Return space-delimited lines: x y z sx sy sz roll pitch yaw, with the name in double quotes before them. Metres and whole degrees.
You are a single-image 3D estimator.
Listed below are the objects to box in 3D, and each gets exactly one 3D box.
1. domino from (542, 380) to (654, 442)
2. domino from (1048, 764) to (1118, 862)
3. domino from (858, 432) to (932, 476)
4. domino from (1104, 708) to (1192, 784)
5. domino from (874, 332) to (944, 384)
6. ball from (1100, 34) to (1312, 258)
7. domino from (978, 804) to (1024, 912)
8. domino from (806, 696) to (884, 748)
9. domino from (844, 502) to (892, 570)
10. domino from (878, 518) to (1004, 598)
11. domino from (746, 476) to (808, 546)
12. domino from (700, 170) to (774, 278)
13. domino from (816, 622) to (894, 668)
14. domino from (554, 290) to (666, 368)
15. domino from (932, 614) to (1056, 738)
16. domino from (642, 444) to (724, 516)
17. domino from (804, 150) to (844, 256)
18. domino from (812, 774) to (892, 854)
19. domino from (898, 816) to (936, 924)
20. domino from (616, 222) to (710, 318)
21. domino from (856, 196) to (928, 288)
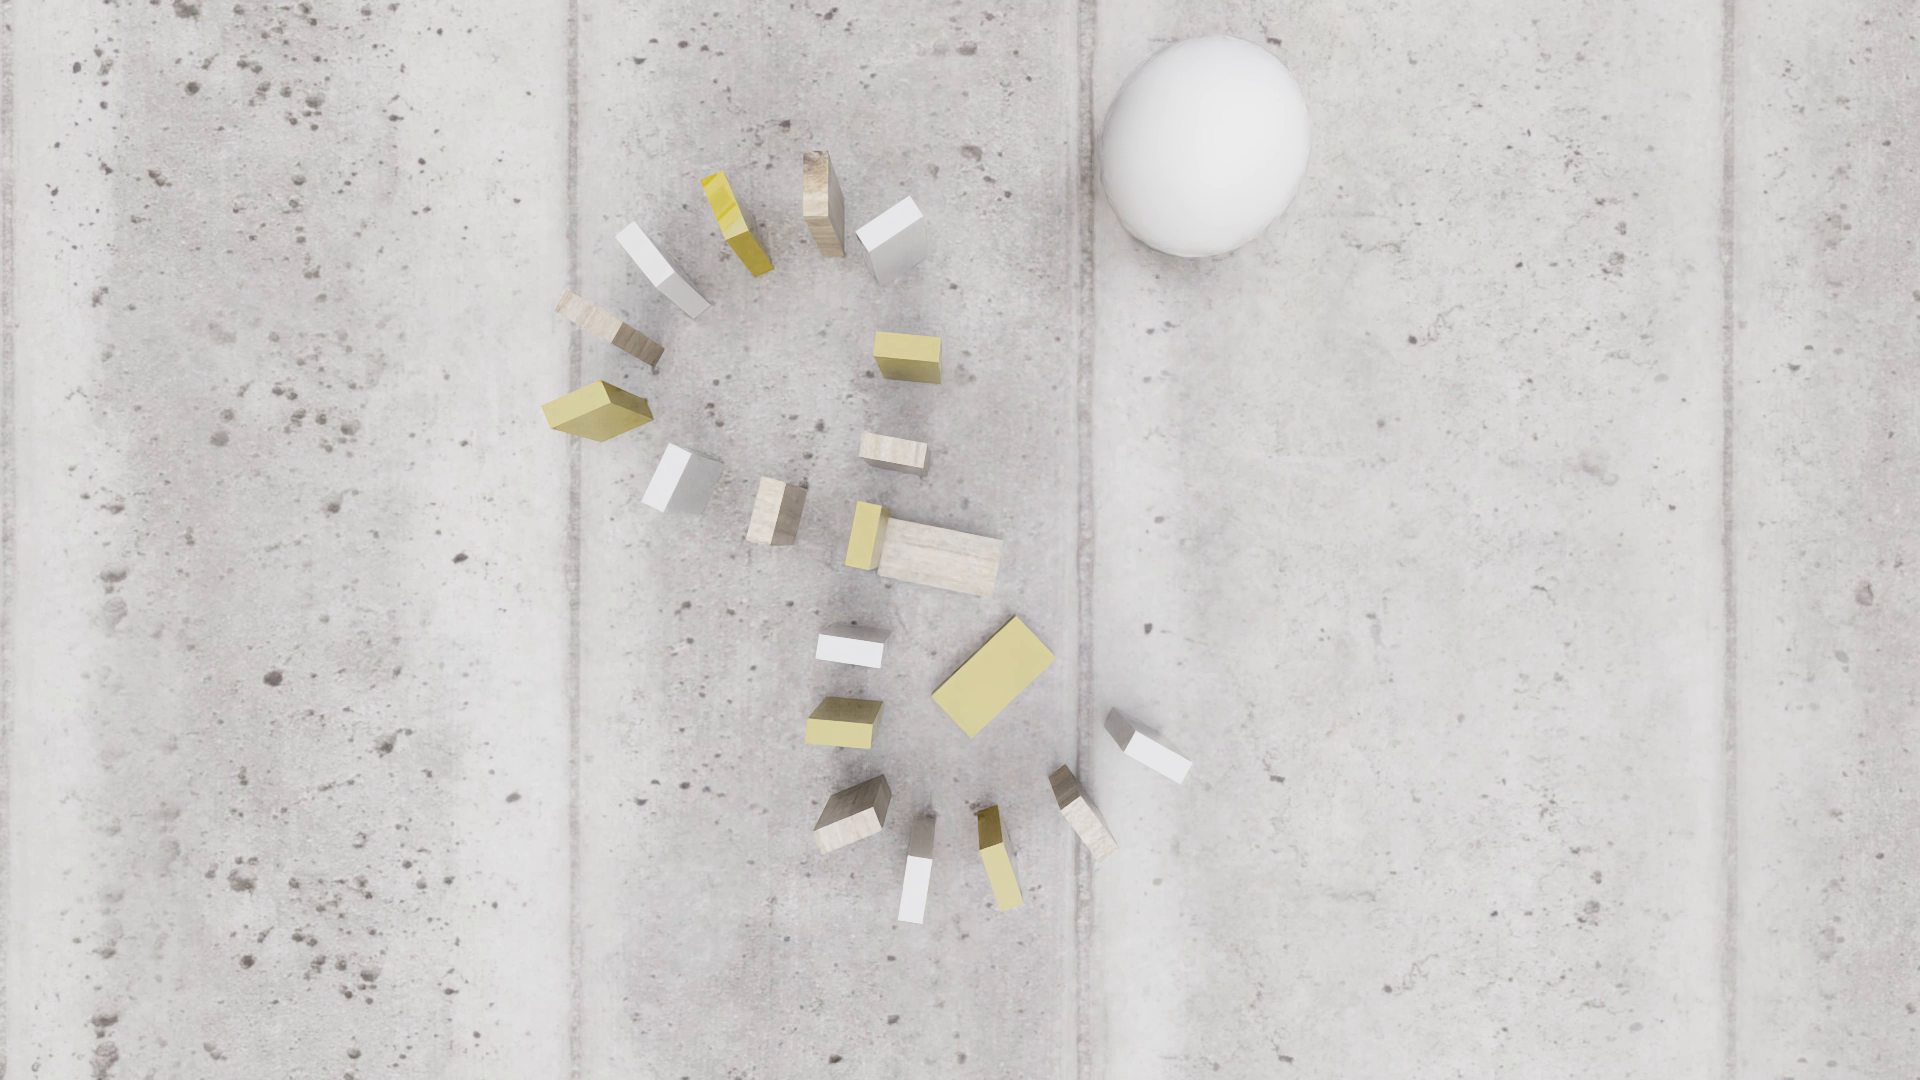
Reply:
"domino" -0.147 -0.052 0.375 0.025 0.050 0.010 -24 90 0
"domino" 0.050 0.111 0.375 0.010 0.050 0.025 -37 90 0
"domino" -0.026 -0.034 0.375 0.025 0.050 0.010 10 90 0
"domino" 0.076 0.083 0.375 0.025 0.050 0.009 29 90 0
"domino" -0.020 -0.074 0.375 0.025 0.050 0.009 5 90 0
"ball" 0.095 -0.153 0.360 0.080 0.080 0.080 0 90 0
"domino" 0.016 0.129 0.375 0.009 0.050 0.025 -19 90 0
"domino" -0.046 0.074 0.375 0.025 0.050 0.010 5 90 0
"domino" -0.037 -0.002 0.375 0.010 0.050 0.025 11 90 0
"domino" -0.008 0.008 0.395 0.050 0.009 0.025 11 90 0
"domino" -0.074 -0.011 0.375 0.010 0.050 0.025 14 90 0
"domino" -0.090 -0.128 0.375 0.009 0.050 0.025 -23 90 0
"domino" -0.042 0.042 0.375 0.025 0.050 0.010 8 90 0
"domino" -0.142 -0.085 0.375 0.025 0.050 0.009 29 90 0
"domino" 0.014 0.059 0.395 0.050 0.010 0.025 -43 90 0
"domino" -0.112 -0.024 0.375 0.010 0.050 0.025 26 90 0
"domino" -0.055 -0.136 0.375 0.009 0.050 0.025 0 90 0
"domino" -0.043 0.111 0.375 0.025 0.050 0.009 -22 90 0
"domino" -0.017 0.134 0.375 0.010 0.050 0.025 9 90 0
"domino" -0.120 -0.109 0.375 0.009 0.050 0.025 -39 90 0
"domino" -0.027 -0.121 0.375 0.025 0.050 0.009 -34 90 0
